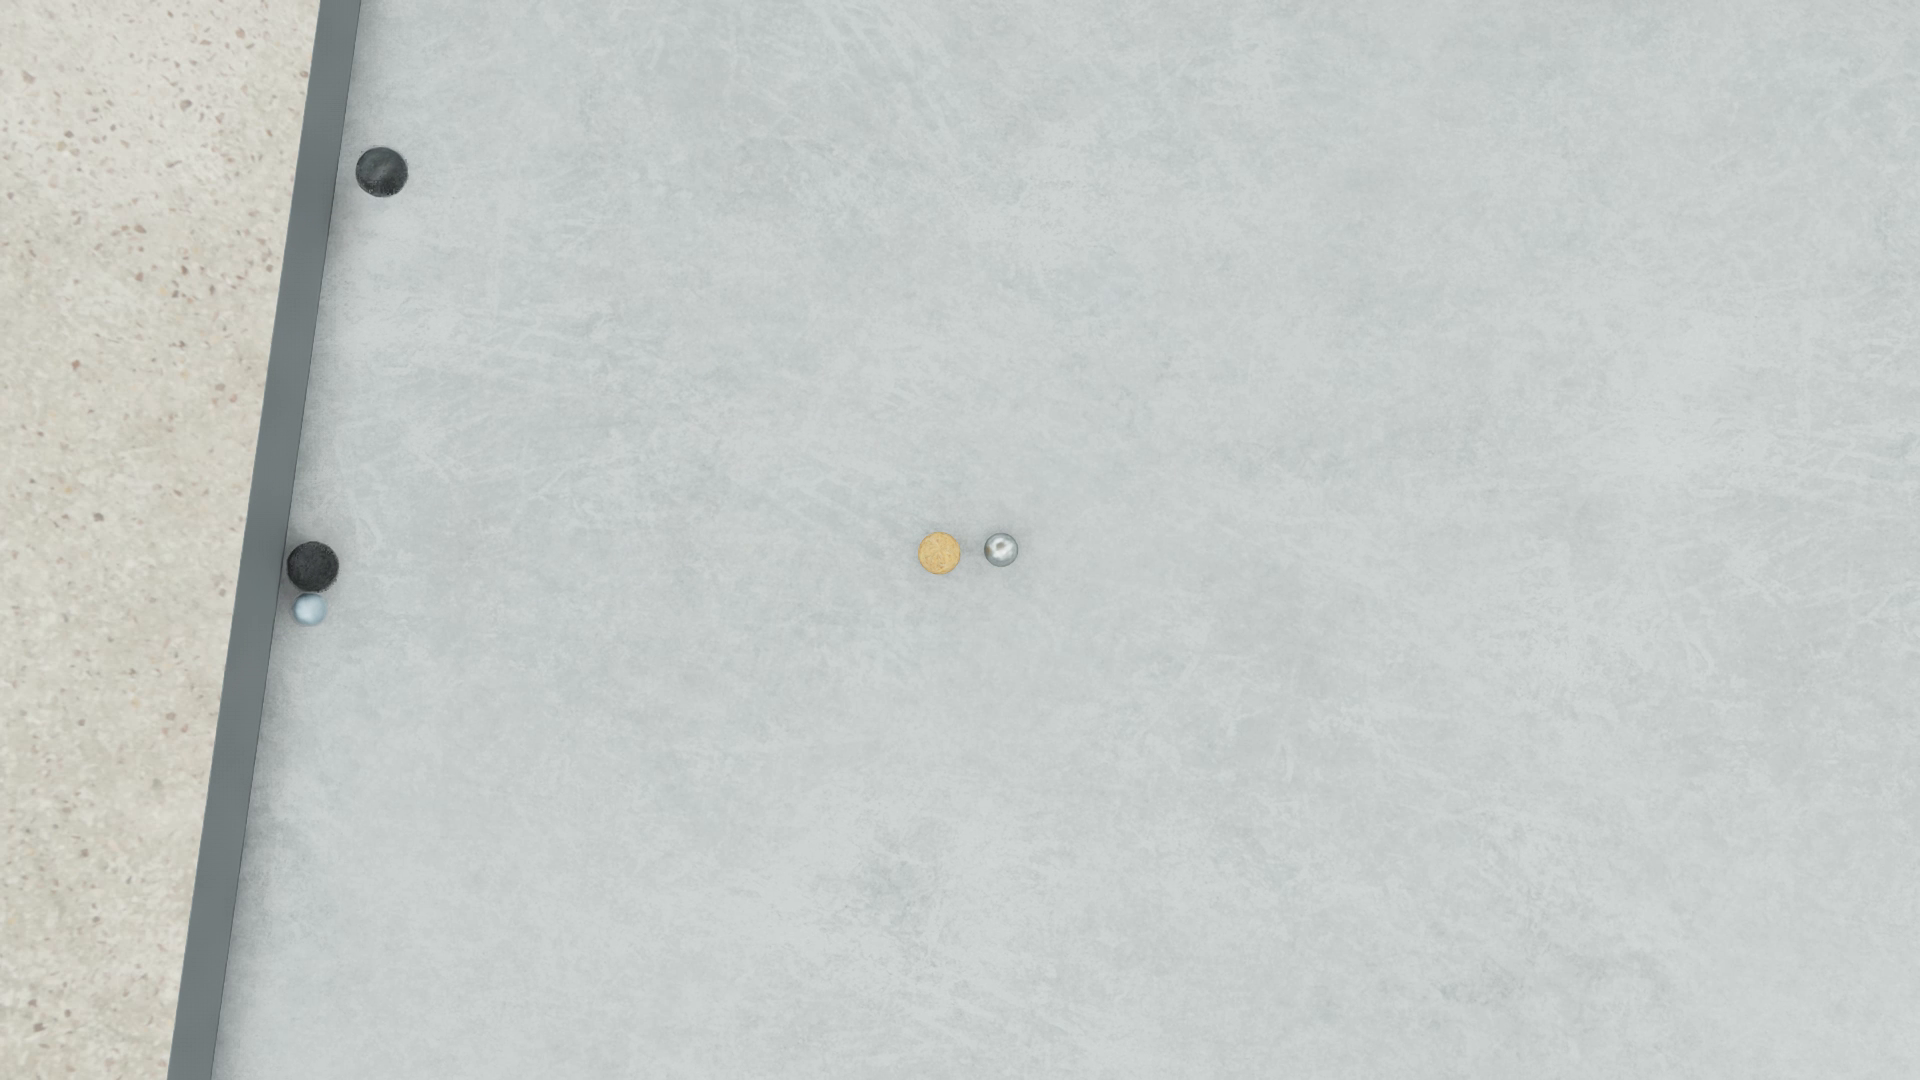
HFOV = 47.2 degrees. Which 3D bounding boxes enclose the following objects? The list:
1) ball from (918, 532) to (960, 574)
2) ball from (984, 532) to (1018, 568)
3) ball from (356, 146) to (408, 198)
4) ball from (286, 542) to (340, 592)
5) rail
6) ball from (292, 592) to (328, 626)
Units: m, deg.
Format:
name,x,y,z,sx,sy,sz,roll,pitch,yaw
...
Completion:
name,x,y,z,sx,sy,sz,roll,pitch,yaw
ball,-0.031,0.020,3.267,0.064,0.064,0.064,0,82,0
ball,0.061,0.015,3.274,0.052,0.052,0.052,0,82,0
ball,-0.880,-0.559,3.344,0.077,0.077,0.077,0,82,0
ball,-0.959,0.039,3.259,0.075,0.075,0.075,0,82,0
rail,-1.010,-0.097,3.265,0.045,0.100,2.166,5,82,1
ball,-0.965,0.103,3.262,0.050,0.050,0.050,0,82,0
